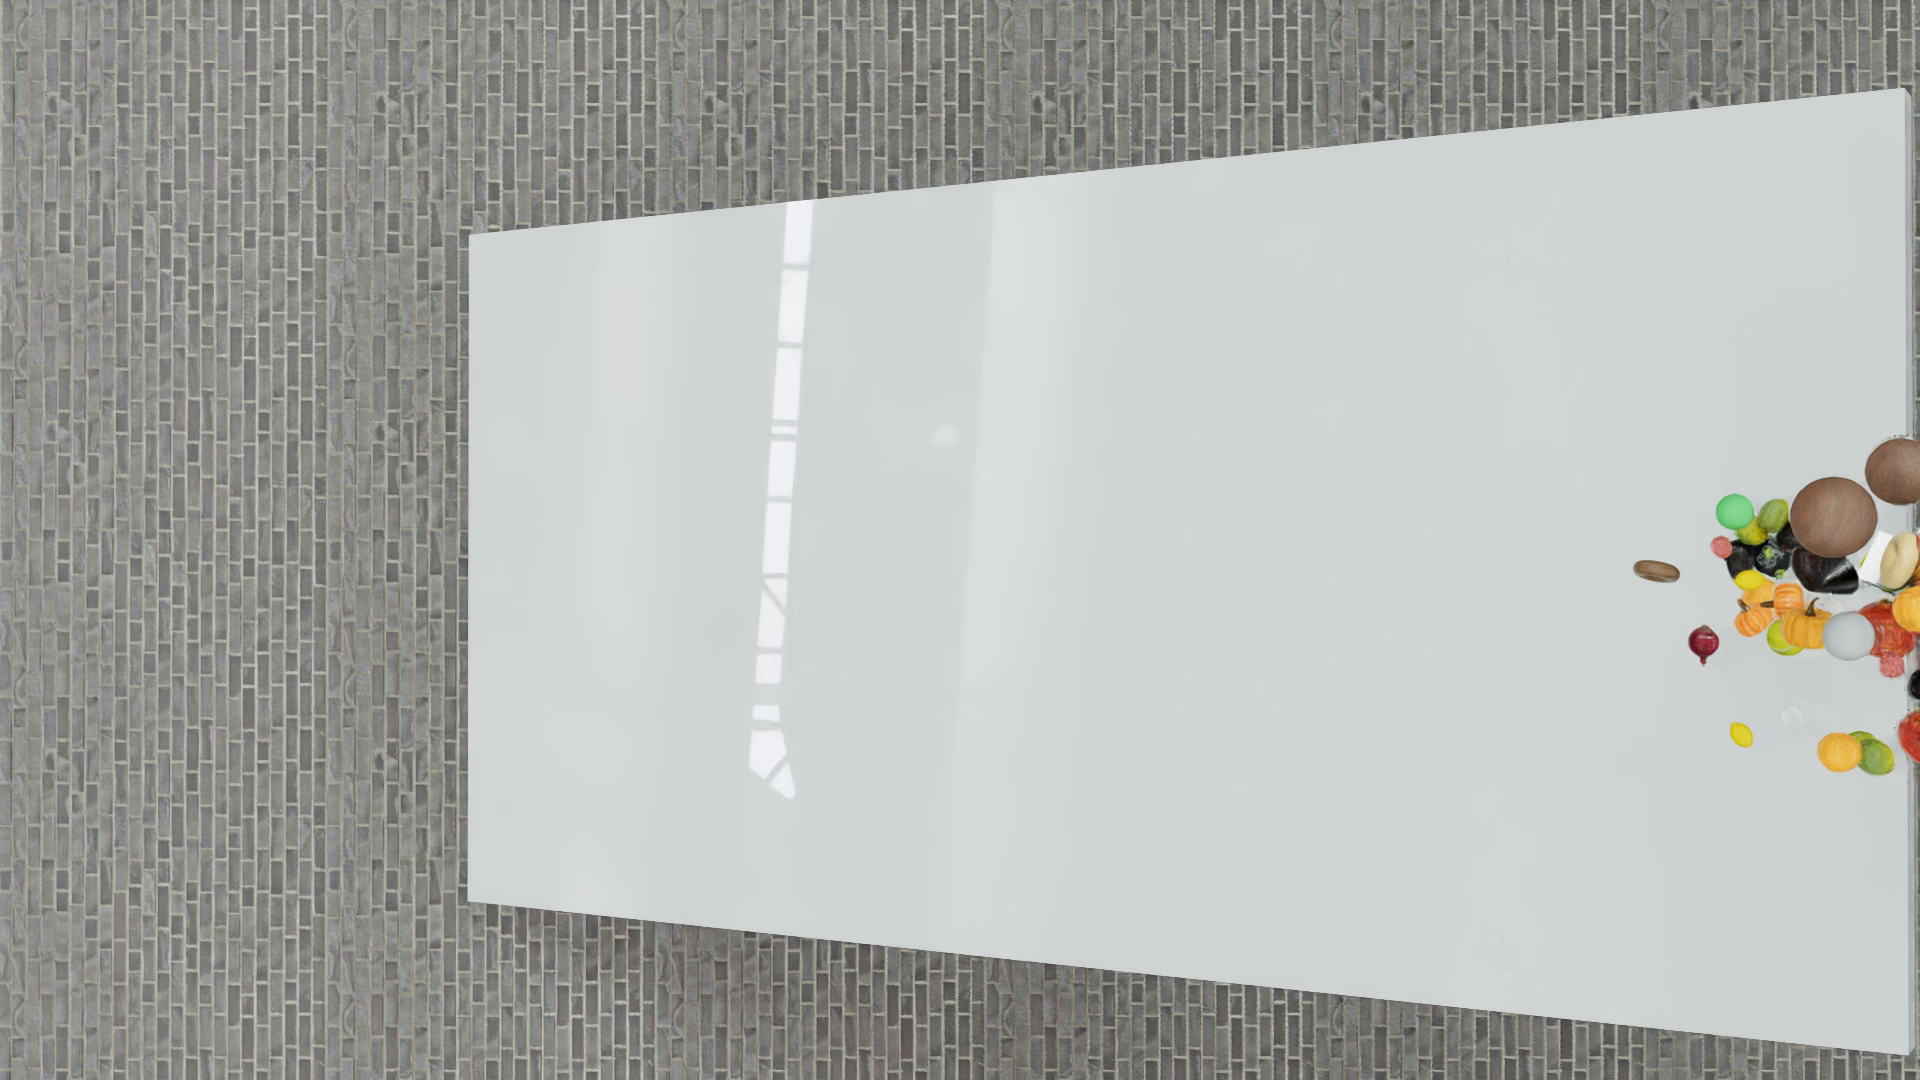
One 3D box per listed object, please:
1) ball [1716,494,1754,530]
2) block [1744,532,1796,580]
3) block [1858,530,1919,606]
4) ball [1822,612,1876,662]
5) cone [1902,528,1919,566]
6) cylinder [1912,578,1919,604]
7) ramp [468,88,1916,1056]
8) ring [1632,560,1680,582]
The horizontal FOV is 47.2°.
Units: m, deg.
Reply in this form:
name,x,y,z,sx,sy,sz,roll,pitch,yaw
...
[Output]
name,x,y,z,sx,sy,sz,roll,pitch,yaw
ball,1.502,-0.055,4.262,0.070,0.070,0.070,0,89,0
block,1.661,0.032,4.507,0.060,0.060,0.060,17,119,-24
block,1.665,0.051,3.881,0.092,0.092,0.092,20,101,-10
ball,1.438,0.156,3.558,0.080,0.080,0.080,0,89,0
cone,1.598,0.026,3.664,0.069,0.069,0.069,22,89,-22
cylinder,1.751,0.098,3.970,0.051,0.051,0.051,-44,126,0
ramp,0.266,0.073,5.615,4.000,0.100,2.000,0,89,31
ring,1.400,0.063,4.421,0.092,0.092,0.031,14,82,0
